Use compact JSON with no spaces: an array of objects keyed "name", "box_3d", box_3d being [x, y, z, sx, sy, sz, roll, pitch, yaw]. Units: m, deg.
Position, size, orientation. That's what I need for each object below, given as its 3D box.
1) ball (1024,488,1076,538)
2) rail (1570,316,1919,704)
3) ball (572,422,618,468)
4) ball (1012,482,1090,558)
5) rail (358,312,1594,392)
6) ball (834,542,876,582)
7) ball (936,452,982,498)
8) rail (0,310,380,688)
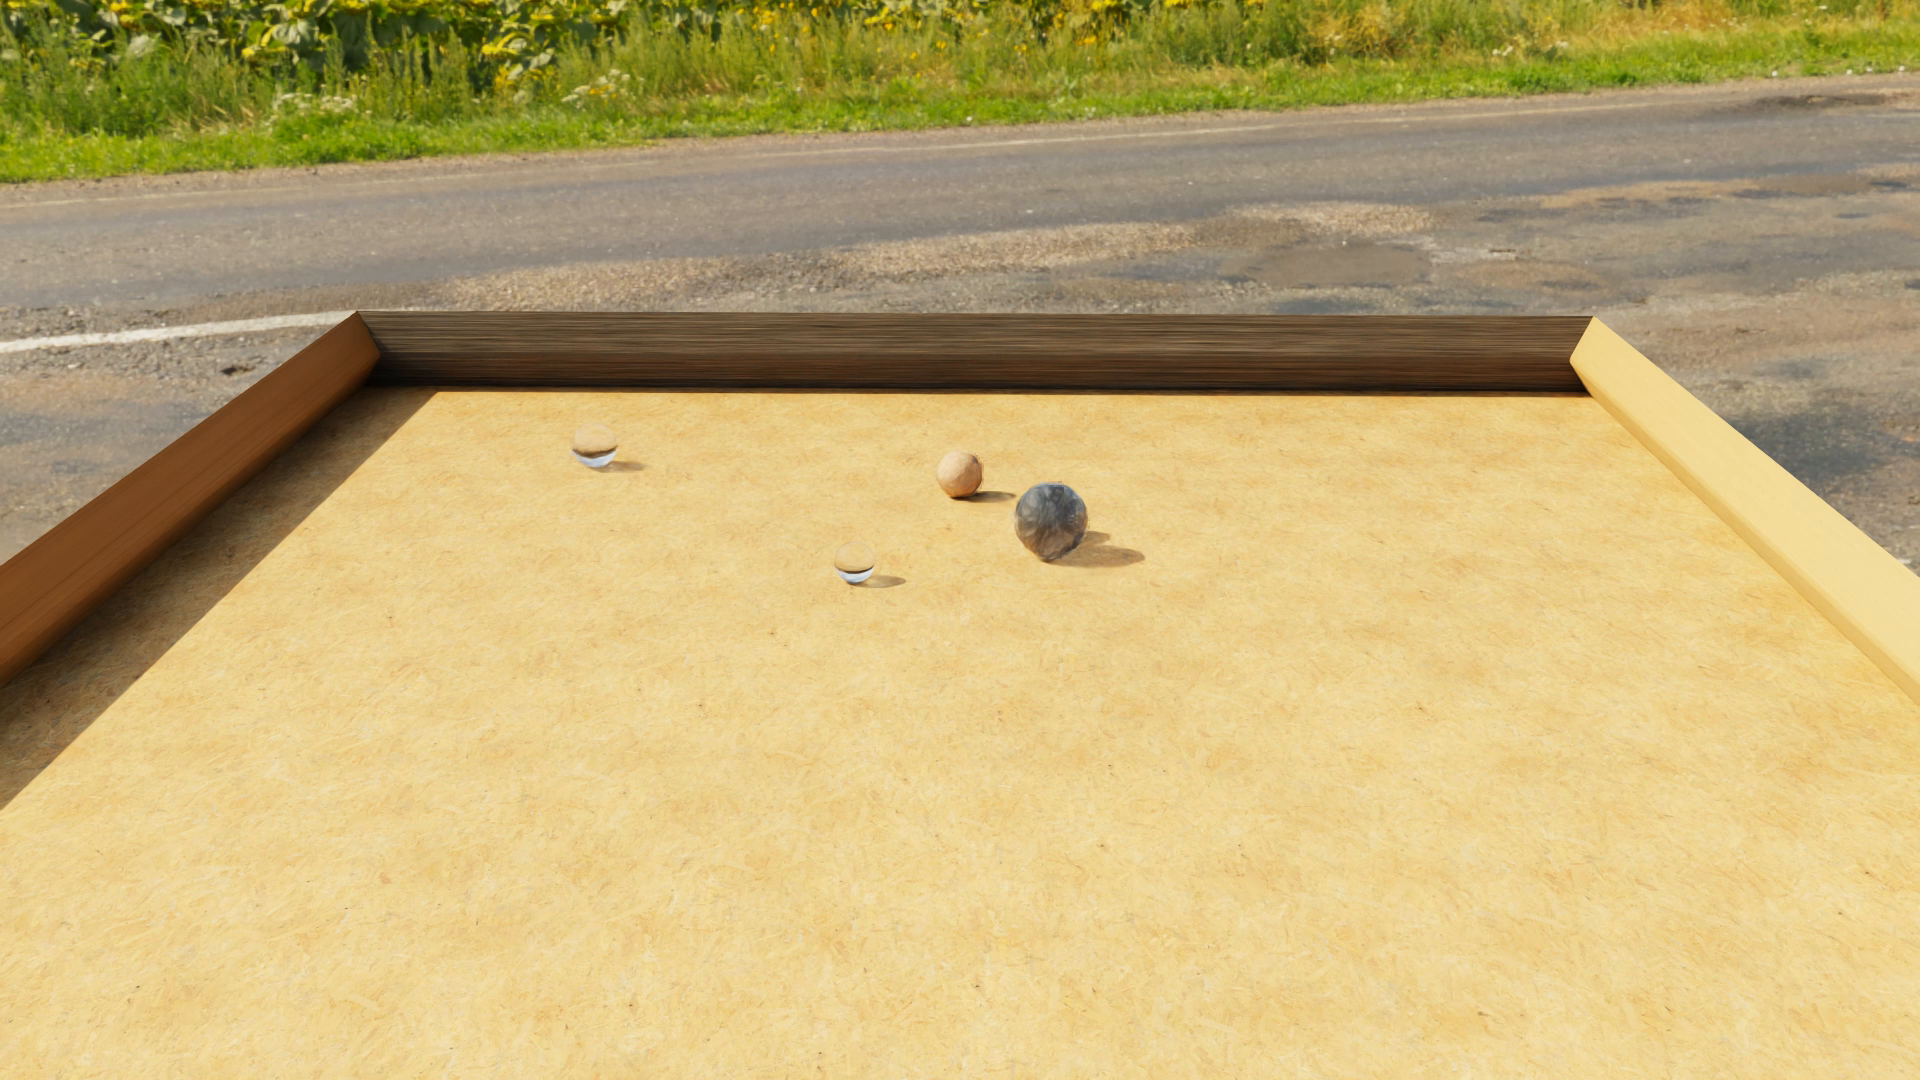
[{"name":"ball","box_3d":[0.115,-0.034,2.808,0.065,0.065,0.065,0,18,0]},{"name":"rail","box_3d":[0.958,0.259,1.781,0.045,0.123,3.716,0,18,1]},{"name":"ball","box_3d":[-0.520,-0.135,3.127,0.065,0.065,0.065,0,18,0]},{"name":"ball","box_3d":[0.113,-0.025,2.729,0.095,0.095,0.095,0,18,0]},{"name":"rail","box_3d":[0.019,-0.300,3.550,2.002,0.123,0.045,0,18,1]},{"name":"ball","box_3d":[-0.127,0.027,2.642,0.050,0.050,0.050,0,18,0]},{"name":"ball","box_3d":[-0.001,-0.089,2.984,0.063,0.063,0.063,0,18,0]},{"name":"rail","box_3d":[-0.997,0.246,1.821,0.045,0.123,3.716,0,18,1]}]
